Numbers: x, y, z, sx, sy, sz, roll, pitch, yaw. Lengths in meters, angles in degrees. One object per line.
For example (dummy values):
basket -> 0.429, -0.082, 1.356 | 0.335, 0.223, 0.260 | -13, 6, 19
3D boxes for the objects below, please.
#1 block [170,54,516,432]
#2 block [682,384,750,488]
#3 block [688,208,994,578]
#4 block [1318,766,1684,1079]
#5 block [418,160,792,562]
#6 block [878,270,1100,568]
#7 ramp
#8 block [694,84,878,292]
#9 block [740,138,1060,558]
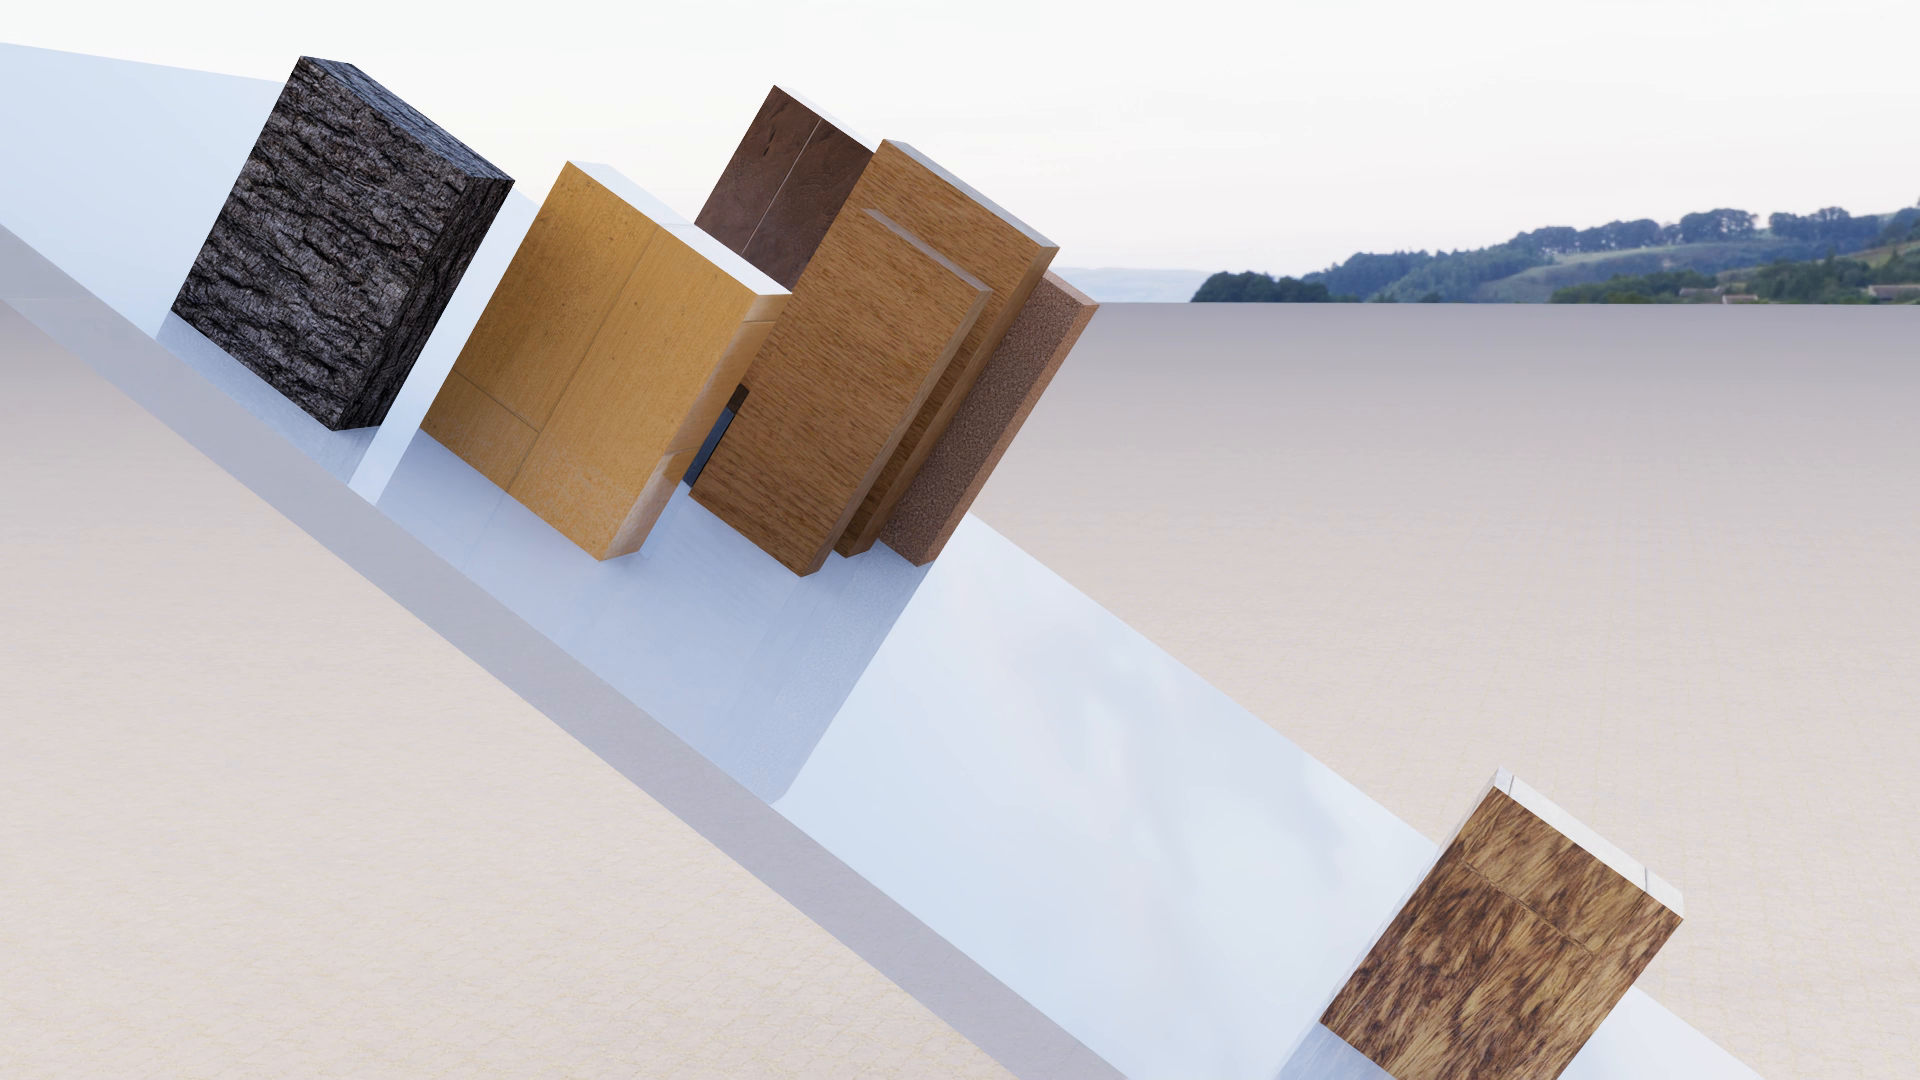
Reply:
block -> -0.965, -0.460, 3.434 | 0.340, 0.461, 0.140 | 36, 15, 10
block -> -0.471, -0.206, 4.206 | 0.166, 0.166, 0.166 | 41, 17, 29
block -> -0.221, -0.266, 4.012 | 0.266, 0.624, 0.093 | 36, 15, 10
block -> 0.867, 0.671, 3.537 | 0.346, 0.487, 0.149 | 36, 15, 10
block -> -0.580, -0.292, 3.584 | 0.386, 0.513, 0.147 | 36, 15, 10
block -> -0.073, -0.332, 4.496 | 0.426, 0.635, 0.129 | 36, 15, 10
ramp -> -0.127, 0.213, 4.099 | 4.000, 0.100, 2.000 | 36, 15, 10
block -> -0.428, -0.702, 5.034 | 0.312, 0.585, 0.118 | 36, 15, 10
block -> -0.163, -0.369, 4.275 | 0.372, 0.716, 0.140 | 36, 15, 10
